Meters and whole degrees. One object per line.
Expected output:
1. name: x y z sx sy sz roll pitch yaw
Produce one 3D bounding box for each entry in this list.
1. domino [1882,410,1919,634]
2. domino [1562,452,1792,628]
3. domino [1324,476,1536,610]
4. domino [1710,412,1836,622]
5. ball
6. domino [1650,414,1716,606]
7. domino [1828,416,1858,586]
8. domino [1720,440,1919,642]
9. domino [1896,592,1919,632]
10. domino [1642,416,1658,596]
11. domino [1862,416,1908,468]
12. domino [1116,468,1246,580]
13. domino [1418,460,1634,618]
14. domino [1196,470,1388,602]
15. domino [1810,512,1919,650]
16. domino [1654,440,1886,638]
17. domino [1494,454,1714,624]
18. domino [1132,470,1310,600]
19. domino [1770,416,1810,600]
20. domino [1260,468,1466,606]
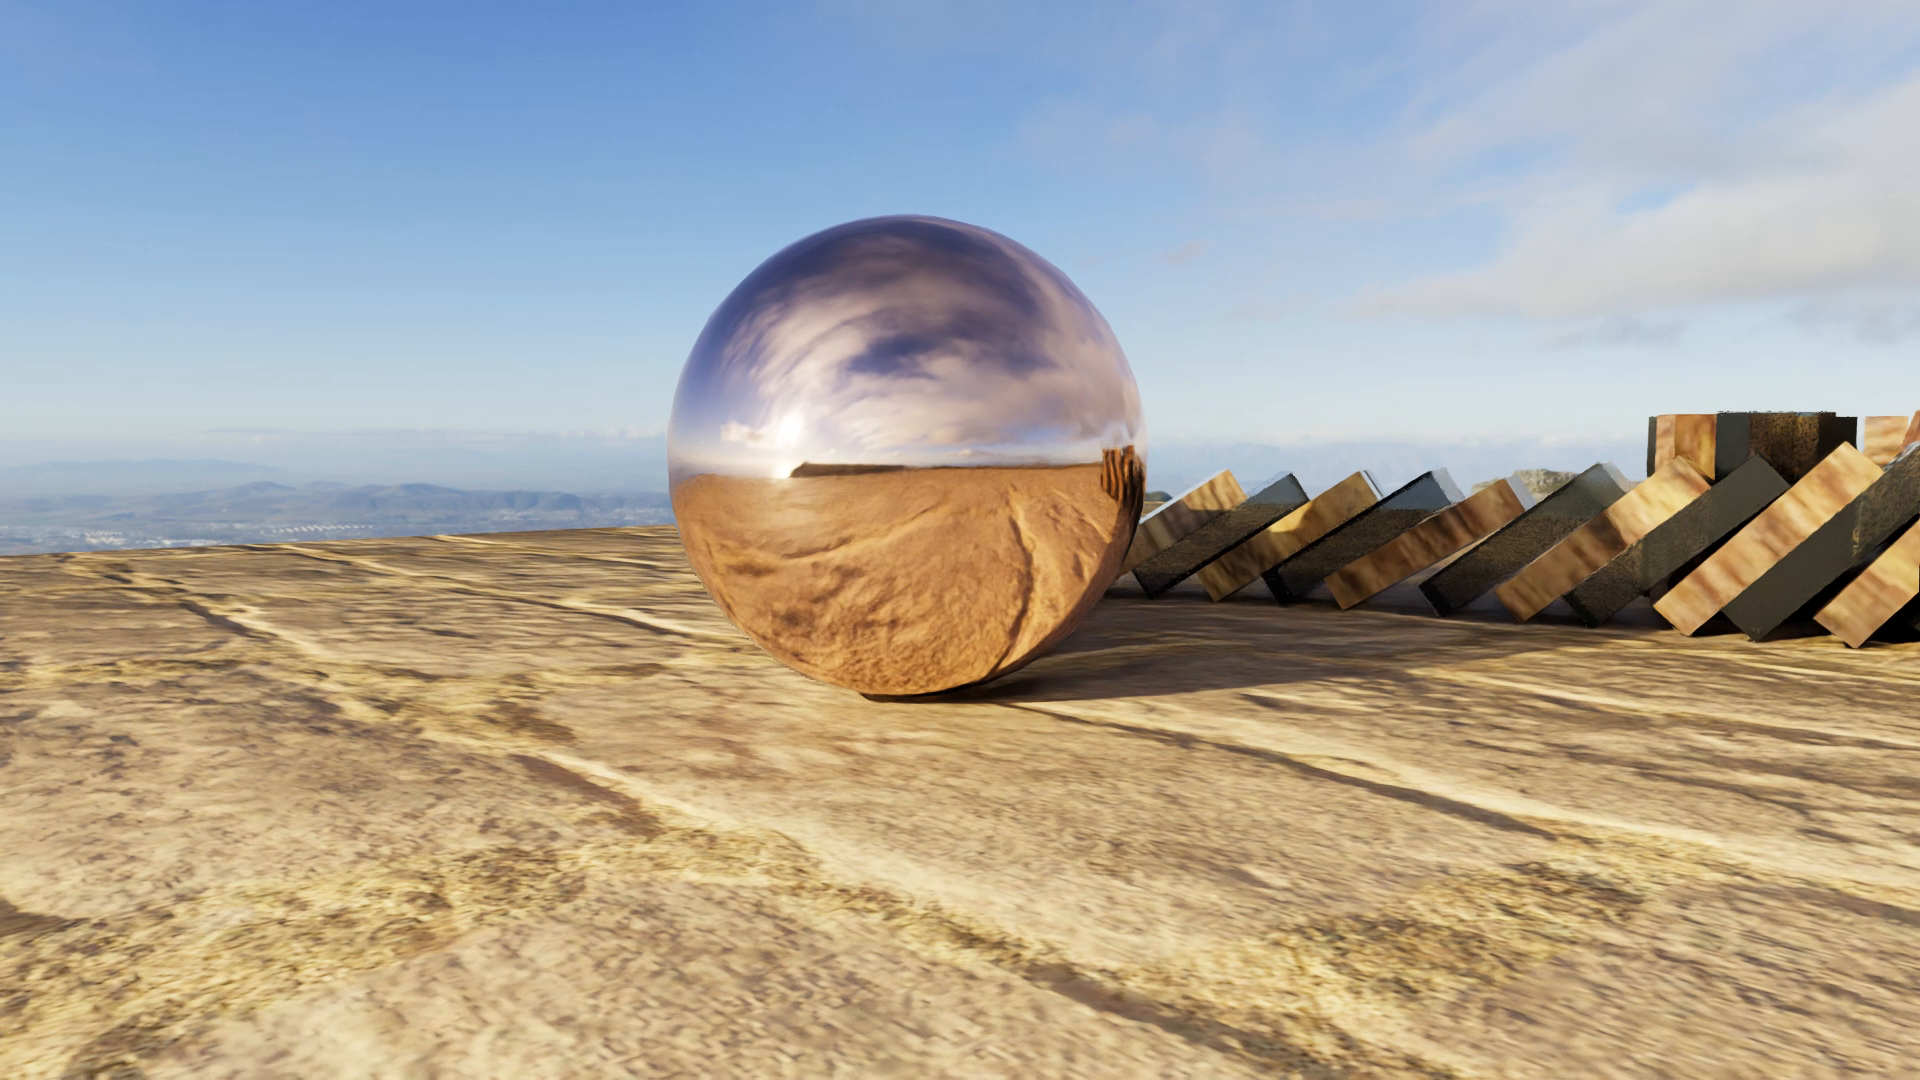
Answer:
1. domino: 0.219 -0.004 0.290 0.009 0.050 0.025 19 7 6
2. domino: 0.165 0.000 0.295 0.050 0.009 0.025 -46 -20 27
3. domino: 0.120 0.001 0.327 0.050 0.009 0.025 -34 -14 28
4. domino: 0.196 -0.006 0.309 0.025 0.050 0.010 -1 4 -14
5. ball: -0.009 -0.014 0.216 0.080 0.080 0.080 0 4 0
6. domino: 0.193 -0.007 0.330 0.025 0.050 0.009 0 4 3
7. domino: 0.241 -0.010 0.367 0.010 0.050 0.025 0 4 -5
8. domino: 0.189 0.000 0.277 0.009 0.050 0.025 49 27 20
9. domino: 0.215 0.000 0.260 0.009 0.050 0.025 39 21 21
10. domino: 0.202 -0.009 0.350 0.010 0.050 0.025 -4 6 -41
11. domino: 0.260 -0.010 0.362 0.010 0.050 0.025 3 5 34
12. domino: 0.055 -0.002 0.362 0.050 0.010 0.025 -32 -1 6
13. domino: 0.139 0.000 0.314 0.050 0.009 0.025 -42 -18 28
14. domino: 0.090 -0.001 0.346 0.050 0.009 0.025 -35 -10 22
15. domino: 0.202 0.000 0.269 0.010 0.050 0.025 44 24 21
16. domino: 0.178 0.000 0.284 0.009 0.050 0.025 49 27 20
17. domino: 0.153 0.000 0.304 0.050 0.010 0.025 -45 -20 27
18. domino: 0.072 -0.002 0.358 0.050 0.010 0.025 -32 -1 9
19. domino: 0.223 -0.010 0.362 0.010 0.050 0.025 -2 5 -21
20. domino: 0.106 -0.001 0.336 0.050 0.009 0.025 -36 -13 27
